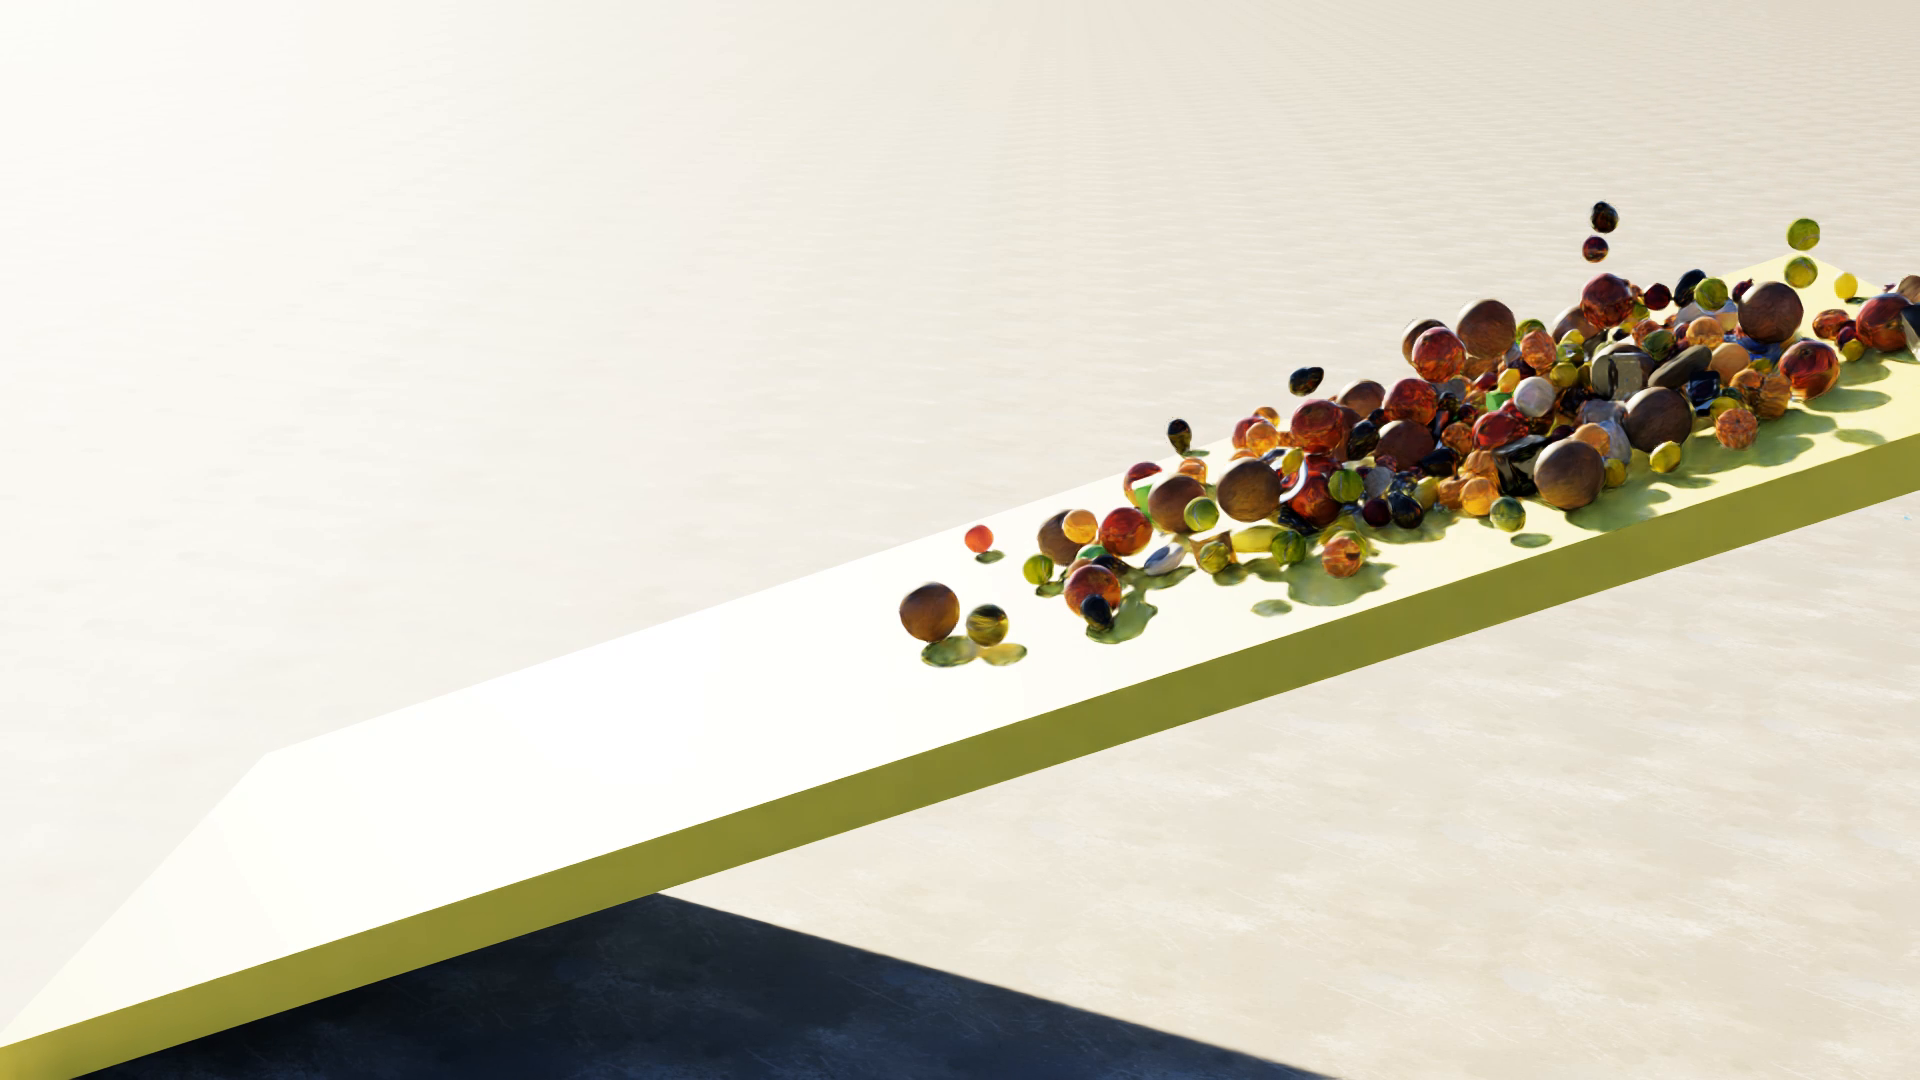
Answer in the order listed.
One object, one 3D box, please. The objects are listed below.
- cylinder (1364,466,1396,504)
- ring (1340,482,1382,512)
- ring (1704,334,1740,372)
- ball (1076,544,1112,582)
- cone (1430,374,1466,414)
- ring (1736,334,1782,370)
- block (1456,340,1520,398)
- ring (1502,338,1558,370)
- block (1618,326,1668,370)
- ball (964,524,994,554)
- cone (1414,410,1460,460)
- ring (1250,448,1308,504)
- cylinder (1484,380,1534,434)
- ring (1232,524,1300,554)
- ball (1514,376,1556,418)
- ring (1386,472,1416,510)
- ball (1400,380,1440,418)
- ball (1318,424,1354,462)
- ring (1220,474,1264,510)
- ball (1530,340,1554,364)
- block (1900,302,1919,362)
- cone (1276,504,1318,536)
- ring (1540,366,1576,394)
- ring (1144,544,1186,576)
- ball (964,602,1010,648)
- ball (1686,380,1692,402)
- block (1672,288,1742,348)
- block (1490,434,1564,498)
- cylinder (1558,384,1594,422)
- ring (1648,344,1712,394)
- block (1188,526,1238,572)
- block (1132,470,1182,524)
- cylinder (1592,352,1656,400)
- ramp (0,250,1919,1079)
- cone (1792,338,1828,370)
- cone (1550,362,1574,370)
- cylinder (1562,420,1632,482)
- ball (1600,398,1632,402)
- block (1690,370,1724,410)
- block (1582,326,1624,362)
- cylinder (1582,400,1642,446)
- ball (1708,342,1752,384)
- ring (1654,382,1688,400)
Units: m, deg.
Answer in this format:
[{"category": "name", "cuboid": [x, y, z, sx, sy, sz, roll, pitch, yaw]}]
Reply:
[{"category": "cylinder", "cuboid": [0.859, -0.108, 5.920, 0.065, 0.065, 0.065, 23, -7, -42]}, {"category": "ring", "cuboid": [0.833, -0.092, 6.028, 0.111, 0.037, 0.111, -22, 14, 6]}, {"category": "ring", "cuboid": [1.575, -0.384, 6.081, 0.098, 0.098, 0.033, -9, 48, -37]}, {"category": "ball", "cuboid": [0.282, 0.048, 6.186, 0.077, 0.077, 0.077, 0, 12, 0]}, {"category": "cone", "cuboid": [1.073, -0.297, 6.468, 0.097, 0.097, 0.097, 5, -26, 23]}, {"category": "ring", "cuboid": [1.631, -0.384, 6.015, 0.097, 0.032, 0.097, -4, 42, 4]}, {"category": "block", "cuboid": [1.205, -0.391, 6.712, 0.090, 0.090, 0.090, -15, 11, 42]}, {"category": "ring", "cuboid": [1.257, -0.411, 6.493, 0.122, 0.041, 0.122, -4, 26, 2]}, {"category": "block", "cuboid": [1.431, -0.376, 6.187, 0.098, 0.098, 0.098, -28, 9, 17]}, {"category": "ball", "cuboid": [0.044, -0.003, 6.868, 0.070, 0.070, 0.070, 0, 12, 0]}, {"category": "cone", "cuboid": [1.009, -0.208, 6.213, 0.095, 0.095, 0.095, 3, -25, 1]}, {"category": "ring", "cuboid": [0.644, -0.131, 5.941, 0.124, 0.124, 0.041, 10, -21, 39]}, {"category": "cylinder", "cuboid": [1.170, -0.283, 6.224, 0.086, 0.086, 0.086, -25, 16, -7]}, {"category": "ring", "cuboid": [0.607, -0.001, 5.839, 0.138, 0.046, 0.138, 2, -7, 0]}, {"category": "ball", "cuboid": [1.156, -0.287, 5.916, 0.082, 0.082, 0.082, 0, 12, 0]}, {"category": "ring", "cuboid": [0.880, -0.098, 5.867, 0.083, 0.083, 0.028, -12, 28, -43]}, {"category": "ball", "cuboid": [1.000, -0.306, 6.389, 0.086, 0.086, 0.086, 0, 12, 0]}, {"category": "ball", "cuboid": [0.833, -0.214, 6.513, 0.083, 0.083, 0.083, 0, 12, 0]}, {"category": "ring", "cuboid": [0.638, -0.109, 6.421, 0.150, 0.050, 0.150, -20, 12, 4]}, {"category": "ball", "cuboid": [1.195, -0.387, 6.037, 0.051, 0.051, 0.051, 0, 12, 0]}, {"category": "block", "cuboid": [1.831, -0.389, 5.510, 0.093, 0.093, 0.093, -23, 42, 7]}, {"category": "cone", "cuboid": [0.688, -0.025, 5.952, 0.081, 0.081, 0.081, 13, 15, 16]}, {"category": "ring", "cuboid": [1.212, -0.318, 6.076, 0.134, 0.045, 0.134, -26, -4, -2]}, {"category": "ring", "cuboid": [0.422, 0.041, 6.064, 0.094, 0.031, 0.094, -29, 18, 10]}, {"category": "ball", "cuboid": [0.055, 0.171, 5.928, 0.091, 0.091, 0.091, 0, 12, 0]}, {"category": "ball", "cuboid": [1.463, -0.295, 5.801, 0.063, 0.063, 0.063, 0, 12, 0]}, {"category": "block", "cuboid": [1.599, -0.472, 6.293, 0.092, 0.092, 0.092, -5, 39, -18]}, {"category": "block", "cuboid": [1.097, -0.143, 5.685, 0.090, 0.090, 0.090, -21, 11, -10]}, {"category": "cylinder", "cuboid": [1.277, -0.285, 6.104, 0.056, 0.056, 0.056, 27, -13, 7]}, {"category": "ring", "cuboid": [1.384, -0.327, 5.652, 0.135, 0.045, 0.135, -36, 0, 0]}, {"category": "block", "cuboid": [0.513, 0.018, 5.956, 0.068, 0.068, 0.068, -21, 11, -10]}, {"category": "block", "cuboid": [0.441, -0.096, 6.596, 0.084, 0.084, 0.084, -20, 11, 5]}, {"category": "cylinder", "cuboid": [1.313, -0.324, 5.817, 0.091, 0.091, 0.091, -4, 13, -23]}, {"category": "ramp", "cuboid": [0.107, 0.180, 6.304, 4.000, 0.100, 2.000, -18, 11, 6]}, {"category": "cone", "cuboid": [1.717, -0.369, 5.895, 0.067, 0.067, 0.067, 5, 7, -33]}, {"category": "cone", "cuboid": [1.292, -0.348, 6.315, 0.054, 0.054, 0.054, 3, -14, 1]}, {"category": "cylinder", "cuboid": [1.213, -0.169, 5.608, 0.093, 0.093, 0.093, -23, 19, -18]}, {"category": "ball", "cuboid": [1.365, -0.321, 6.117, 0.086, 0.086, 0.086, 0, 12, 0]}, {"category": "block", "cuboid": [1.414, -0.284, 5.571, 0.052, 0.052, 0.052, -6, -26, 19]}, {"category": "block", "cuboid": [1.332, -0.397, 6.091, 0.061, 0.061, 0.061, -35, 0, 16]}, {"category": "cylinder", "cuboid": [1.263, -0.228, 5.701, 0.084, 0.084, 0.084, 9, 15, 41]}, {"category": "ball", "cuboid": [1.542, -0.354, 5.896, 0.086, 0.086, 0.086, 0, 12, 0]}, {"category": "ring", "cuboid": [1.470, -0.315, 6.015, 0.109, 0.036, 0.109, -21, -1, 0]}]
